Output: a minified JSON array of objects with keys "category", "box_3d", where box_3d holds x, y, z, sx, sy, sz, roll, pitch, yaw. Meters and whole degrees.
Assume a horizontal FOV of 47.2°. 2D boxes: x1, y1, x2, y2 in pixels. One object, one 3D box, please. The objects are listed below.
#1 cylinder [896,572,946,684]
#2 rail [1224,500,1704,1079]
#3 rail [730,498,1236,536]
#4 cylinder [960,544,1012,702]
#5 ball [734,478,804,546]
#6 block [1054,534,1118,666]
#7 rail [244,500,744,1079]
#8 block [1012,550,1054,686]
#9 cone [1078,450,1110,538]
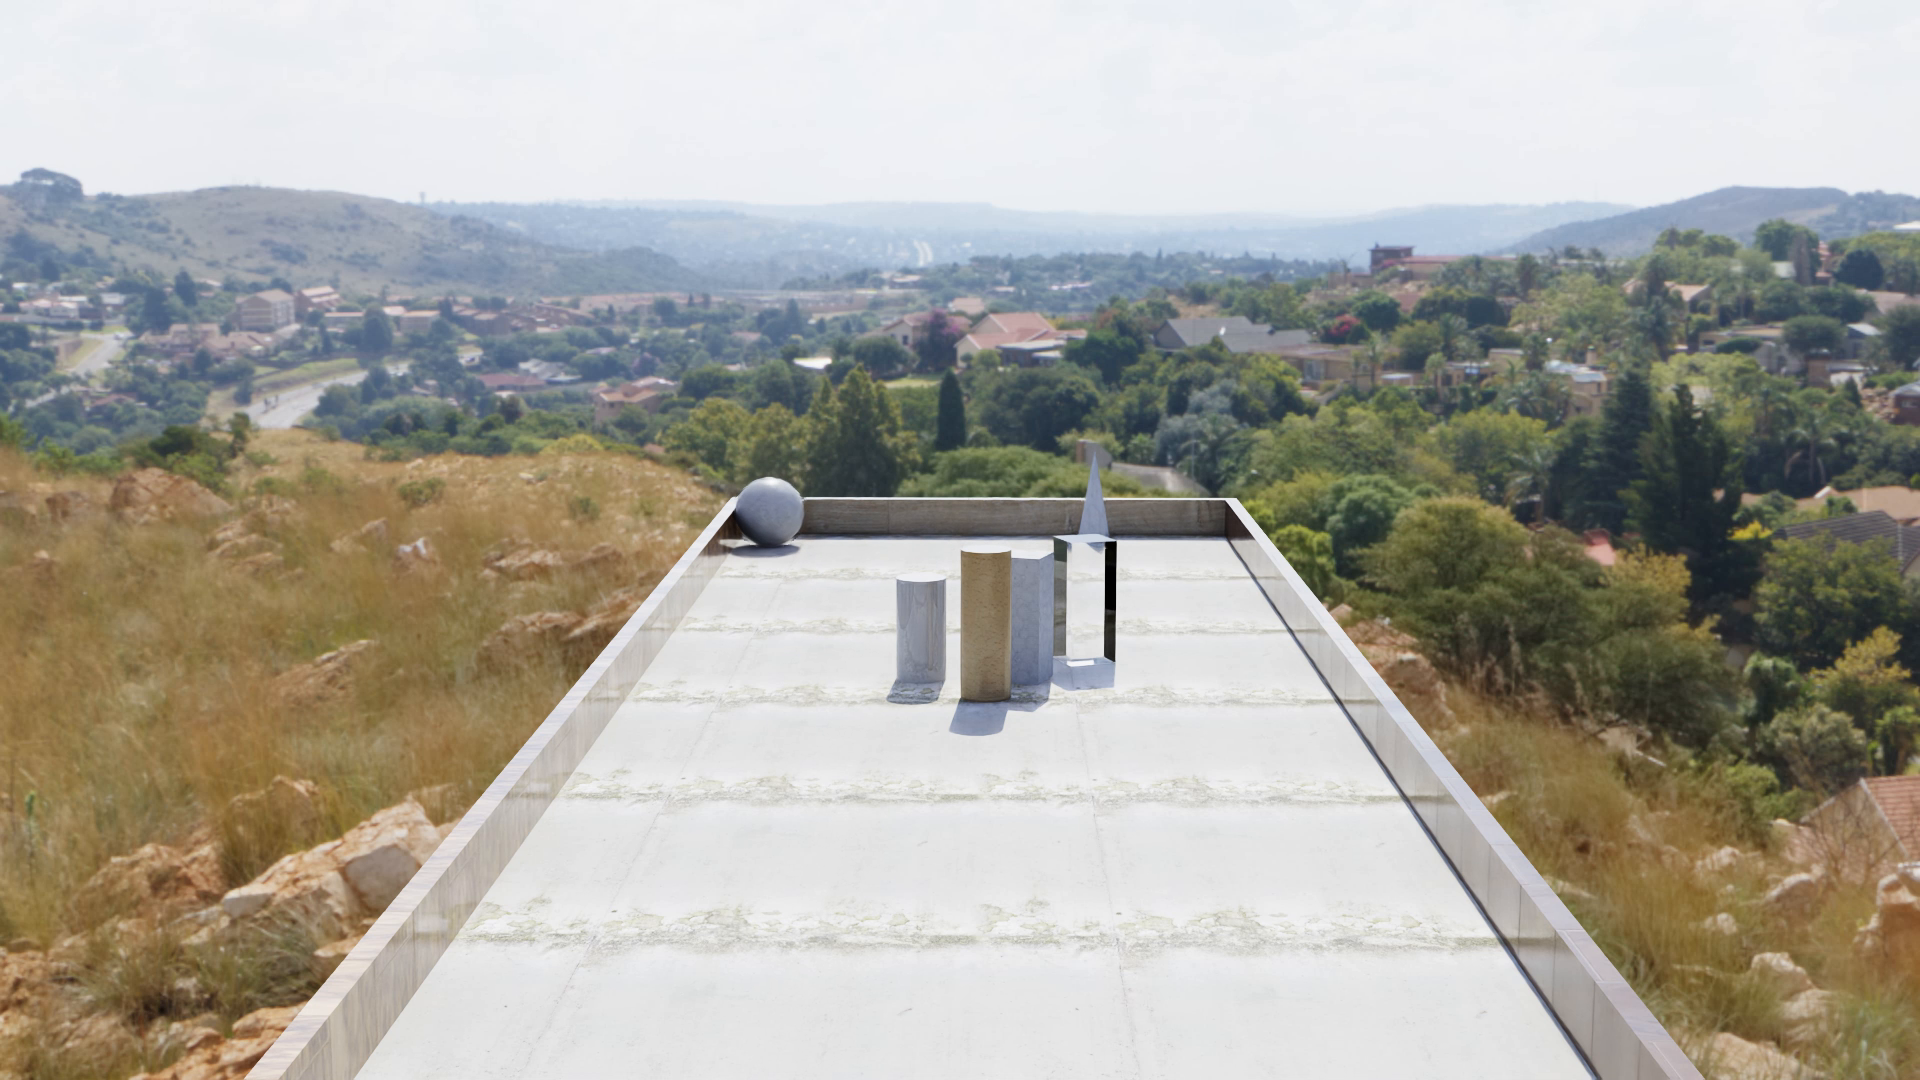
[{"category":"cylinder","box_3d":[-0.113,0.257,6.431,0.147,0.300,0.147,0,9,0]},{"category":"rail","box_3d":[1.046,0.843,3.208,0.050,0.150,12.000,0,9,1]},{"category":"rail","box_3d":[0.099,-0.098,9.147,2.100,0.150,0.050,0,9,1]},{"category":"cylinder","box_3d":[0.073,0.234,6.179,0.144,0.424,0.144,0,9,0]},{"category":"ball","box_3d":[-0.765,-0.114,8.837,0.278,0.278,0.278,0,9,0]},{"category":"block","box_3d":[0.378,0.180,6.675,0.146,0.375,0.146,-3,10,-19]},{"category":"rail","box_3d":[-1.004,0.839,3.234,0.050,0.150,12.000,0,9,1]},{"category":"block","box_3d":[0.185,0.224,6.415,0.140,0.370,0.140,3,10,19]},{"category":"cone","box_3d":[0.551,-0.190,9.021,0.132,0.372,0.132,0,9,0]}]
